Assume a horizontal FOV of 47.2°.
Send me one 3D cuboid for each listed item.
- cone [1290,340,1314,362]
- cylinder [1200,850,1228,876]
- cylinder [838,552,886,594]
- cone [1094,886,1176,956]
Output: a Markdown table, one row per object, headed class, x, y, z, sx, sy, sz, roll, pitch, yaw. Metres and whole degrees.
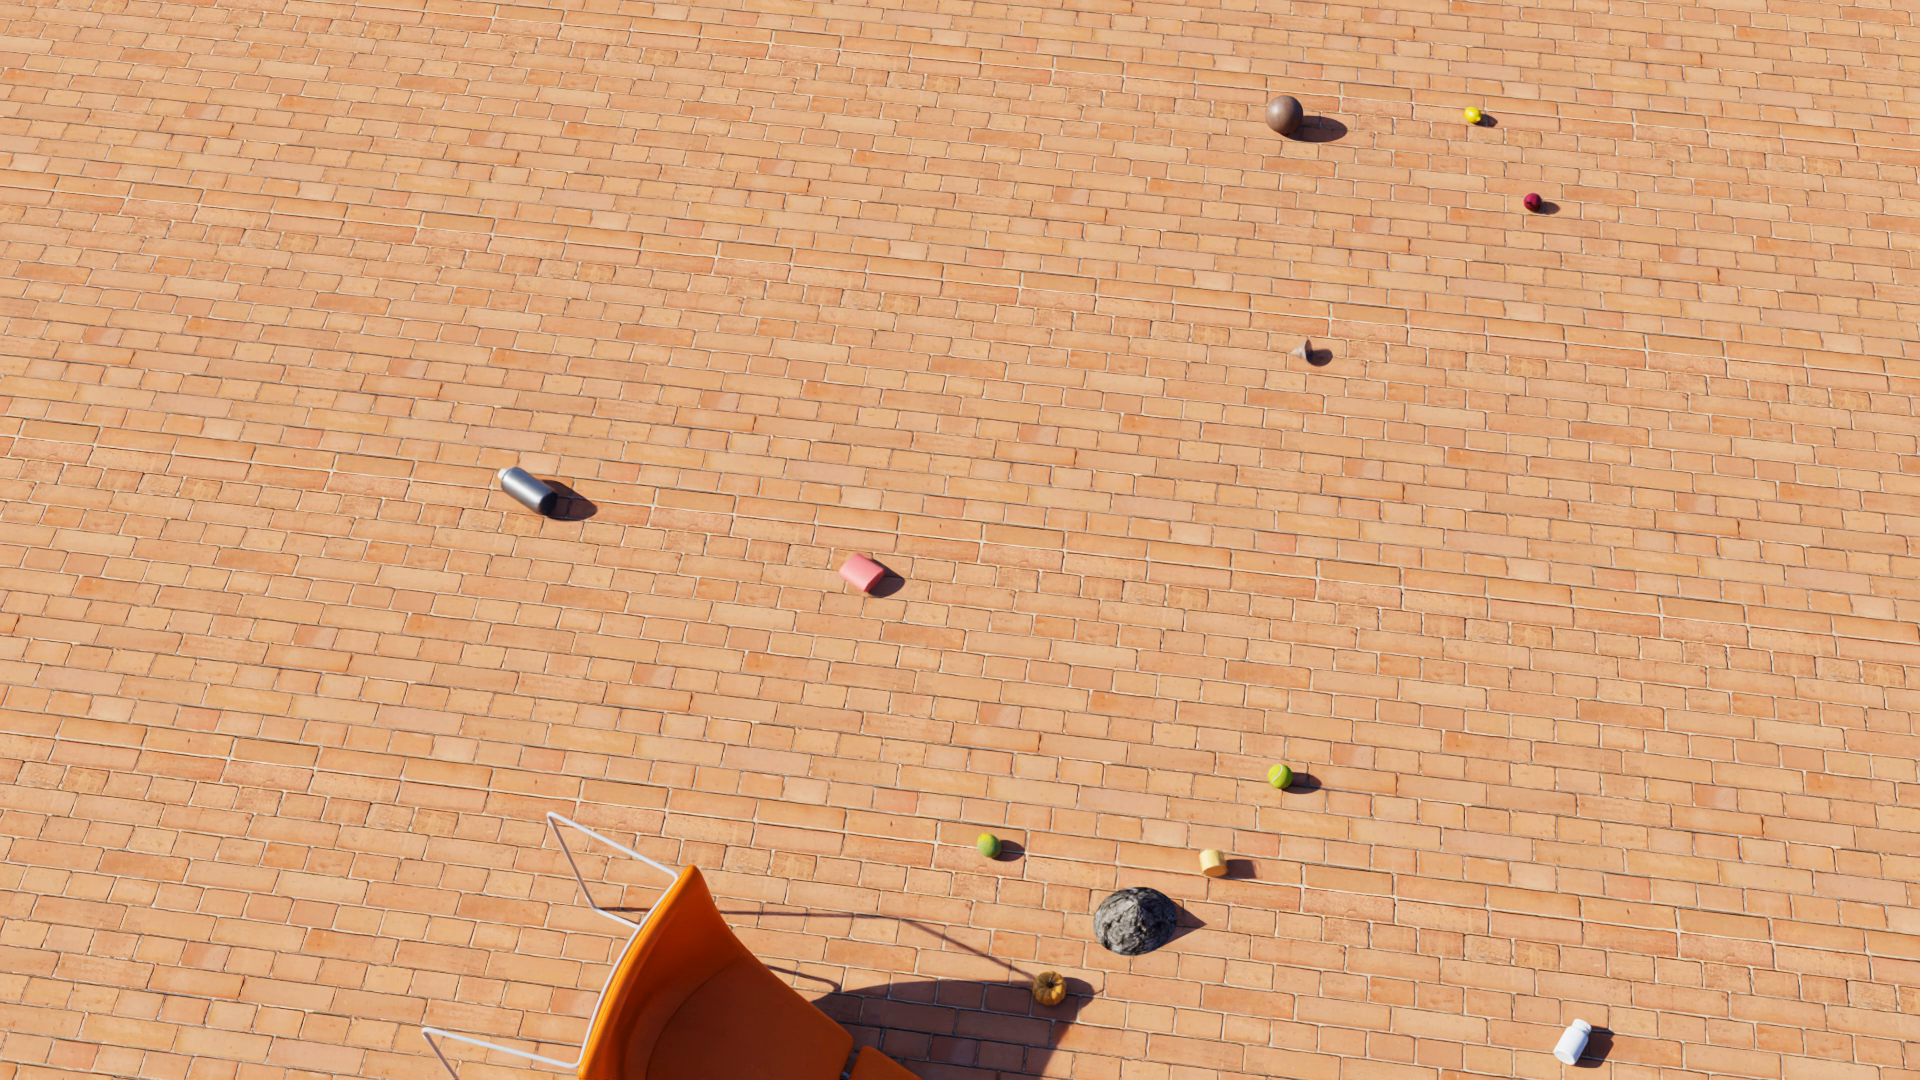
| class | x | y | z | sx | sy | sz | roll | pitch | yaw |
| --- | --- | --- | --- | --- | --- | --- | --- | --- | --- |
| cone | 1.072 | -0.594 | 6.955 | 0.065 | 0.066 | 0.076 | -5 | 46 | 33 |
| cylinder | 0.687 | 0.873 | 5.946 | 0.060 | 0.074 | 0.050 | -31 | 51 | 29 |
| cylinder | -0.289 | 0.097 | 6.478 | 0.097 | 0.051 | 0.099 | 34 | 58 | 20 |
| cone | 0.469 | 0.987 | 5.839 | 0.232 | 0.121 | 0.194 | -19 | 58 | -13 |
